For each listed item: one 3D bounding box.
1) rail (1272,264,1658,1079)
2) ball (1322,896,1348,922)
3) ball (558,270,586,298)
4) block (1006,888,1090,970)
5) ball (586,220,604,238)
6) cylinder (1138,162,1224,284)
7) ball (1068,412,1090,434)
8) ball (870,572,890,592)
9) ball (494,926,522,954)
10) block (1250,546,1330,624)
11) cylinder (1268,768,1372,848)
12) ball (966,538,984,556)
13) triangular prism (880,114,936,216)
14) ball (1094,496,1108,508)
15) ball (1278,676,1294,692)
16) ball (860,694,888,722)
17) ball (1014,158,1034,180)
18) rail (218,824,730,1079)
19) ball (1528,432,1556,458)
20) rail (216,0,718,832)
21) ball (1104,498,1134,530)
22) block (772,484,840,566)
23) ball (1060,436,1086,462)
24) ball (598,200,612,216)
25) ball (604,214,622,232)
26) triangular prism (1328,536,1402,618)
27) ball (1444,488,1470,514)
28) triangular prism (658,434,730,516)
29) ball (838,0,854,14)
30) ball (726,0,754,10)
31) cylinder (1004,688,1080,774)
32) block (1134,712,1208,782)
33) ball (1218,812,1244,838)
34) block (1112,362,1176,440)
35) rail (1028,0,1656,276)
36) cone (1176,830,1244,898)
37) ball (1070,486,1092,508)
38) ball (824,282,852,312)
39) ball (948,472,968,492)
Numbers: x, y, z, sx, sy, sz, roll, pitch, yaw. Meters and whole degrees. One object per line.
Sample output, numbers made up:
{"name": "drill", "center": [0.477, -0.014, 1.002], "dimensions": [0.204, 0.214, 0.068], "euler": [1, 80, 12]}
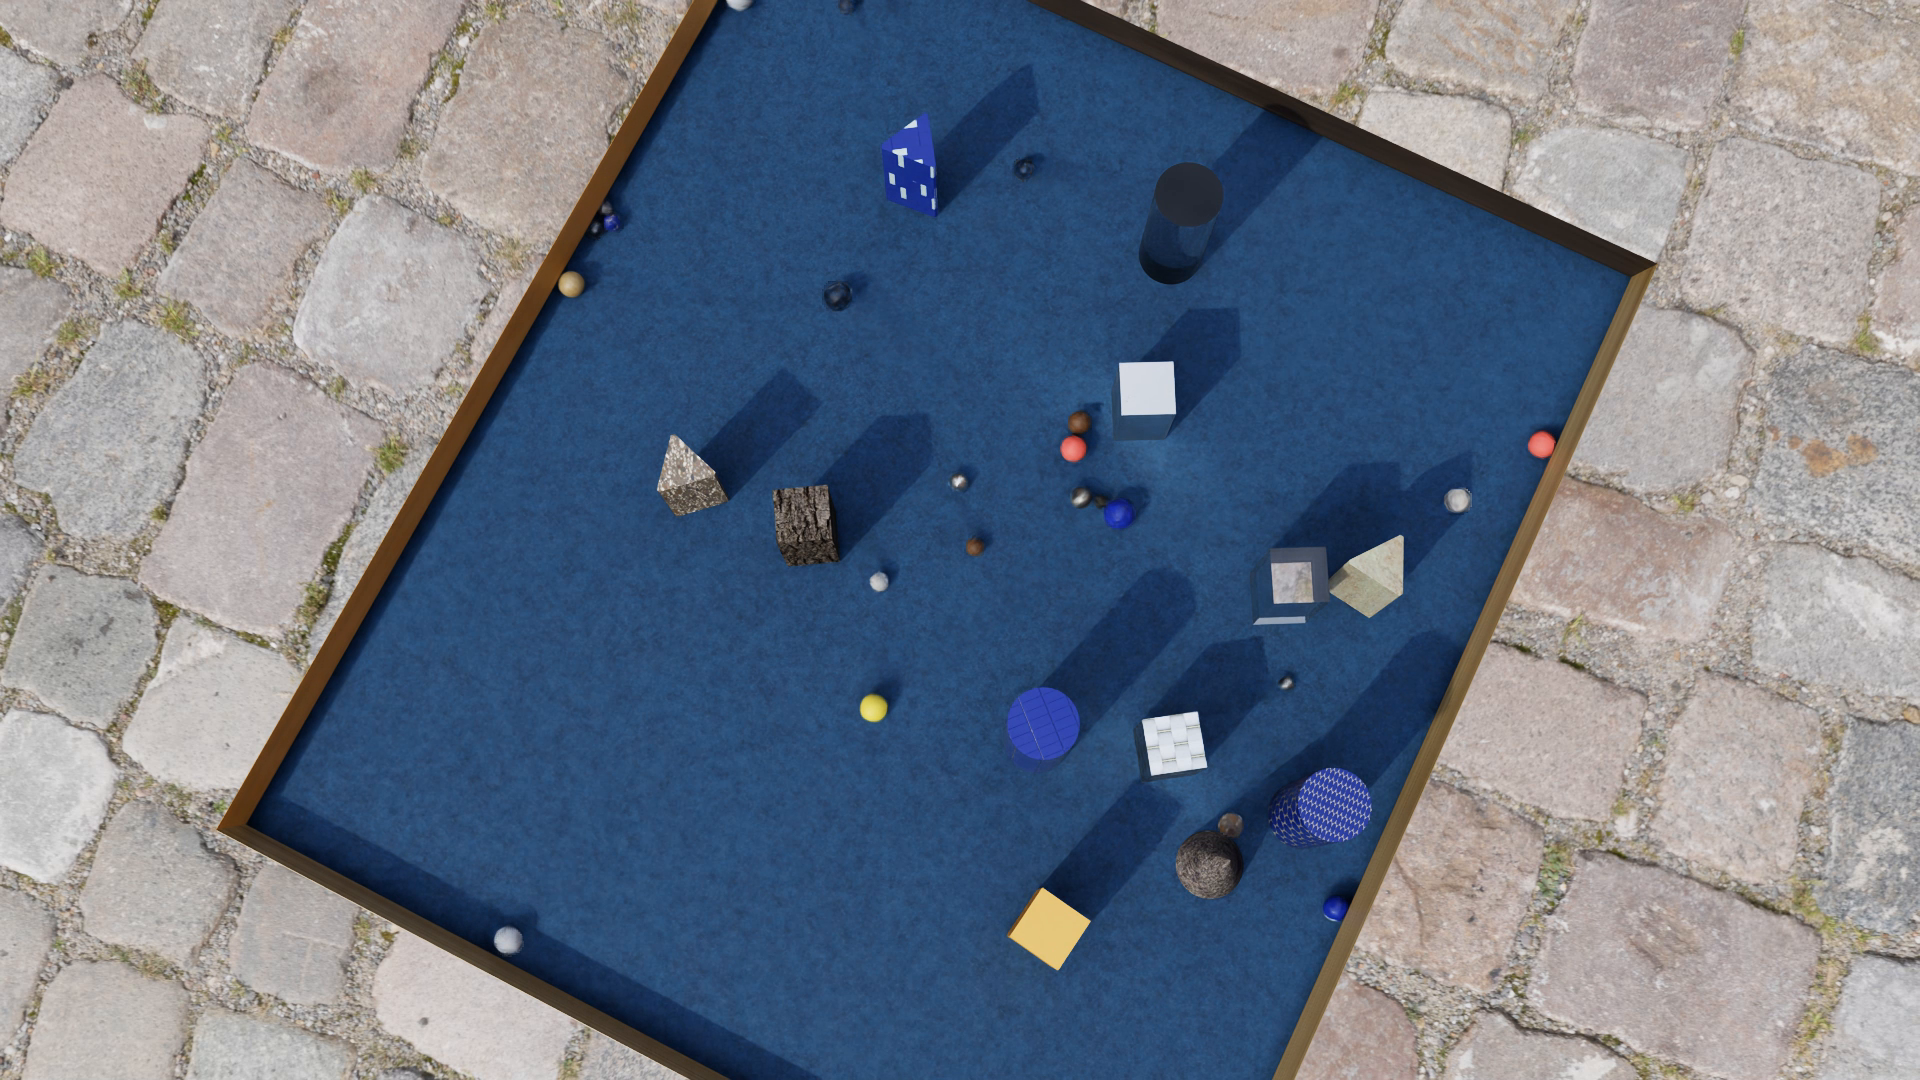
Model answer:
{"name": "rail", "center": [1.359, 0.672, 5.410], "dimensions": [0.045, 0.130, 3.478], "euler": [26, 80, 5]}
{"name": "ball", "center": [1.098, 1.076, 5.356], "dimensions": [0.075, 0.075, 0.075], "euler": [0, 78, 0]}
{"name": "ball", "center": [-1.217, -0.801, 5.740], "dimensions": [0.084, 0.084, 0.084], "euler": [0, 78, 0]}
{"name": "block", "center": [0.247, 1.102, 5.198], "dimensions": [0.160, 0.372, 0.160], "euler": [34, 80, 7]}
{"name": "ball", "center": [-1.155, -0.982, 5.792], "dimensions": [0.054, 0.054, 0.054], "euler": [0, 78, 0]}
{"name": "cylinder", "center": [0.665, -0.954, 5.563], "dimensions": [0.200, 0.493, 0.200], "euler": [0, 78, 0]}
{"name": "ball", "center": [0.367, -0.360, 5.654], "dimensions": [0.072, 0.072, 0.072], "euler": [0, 78, 0]}
{"name": "ball", "center": [-0.244, 0.126, 5.561], "dimensions": [0.058, 0.058, 0.058], "euler": [0, 78, 0]}
{"name": "ball", "center": [-1.315, 1.165, 5.334], "dimensions": [0.081, 0.081, 0.081], "euler": [0, 78, 0]}
{"name": "block", "center": [0.967, 0.138, 5.395], "dimensions": [0.160, 0.379, 0.160], "euler": [-2, 78, 0]}
{"name": "cylinder", "center": [1.015, 0.767, 5.203], "dimensions": [0.200, 0.499, 0.200], "euler": [0, 78, 0]}
{"name": "ball", "center": [0.044, 0.020, 5.584], "dimensions": [0.056, 0.056, 0.056], "euler": [0, 78, 0]}
{"name": "triangular prism", "center": [-0.128, -1.168, 5.656], "dimensions": [0.173, 0.396, 0.150], "euler": [21, 79, 4]}
{"name": "ball", "center": [0.430, -0.117, 5.620], "dimensions": [0.041, 0.041, 0.041], "euler": [0, 78, 0]}
{"name": "ball", "center": [0.979, 0.433, 5.505], "dimensions": [0.044, 0.044, 0.044], "euler": [0, 78, 0]}
{"name": "ball", "center": [-0.257, 0.500, 5.471], "dimensions": [0.083, 0.083, 0.083], "euler": [0, 78, 0]}
{"name": "ball", "center": [0.205, -1.178, 5.826], "dimensions": [0.067, 0.067, 0.067], "euler": [0, 78, 0]}
{"name": "rail", "center": [-0.767, 1.509, 5.237], "dimensions": [3.086, 0.130, 0.045], "euler": [26, 80, 5]}
{"name": "ball", "center": [1.790, -0.292, 5.636], "dimensions": [0.082, 0.082, 0.082], "euler": [0, 78, 0]}
{"name": "rail", "center": [-1.359, -0.658, 5.686], "dimensions": [0.045, 0.130, 3.478], "euler": [26, 80, 5]}
{"name": "ball", "center": [0.484, -0.078, 5.585], "dimensions": [0.094, 0.094, 0.094], "euler": [0, 78, 0]}
{"name": "block", "center": [-0.454, -0.039, 5.448], "dimensions": [0.160, 0.347, 0.160], "euler": [-5, 78, -1]}
{"name": "ball", "center": [0.350, -0.280, 5.633], "dimensions": [0.081, 0.081, 0.081], "euler": [0, 78, 0]}
{"name": "ball", "center": [-1.125, -1.053, 5.810], "dimensions": [0.048, 0.048, 0.048], "euler": [0, 78, 0]}
{"name": "ball", "center": [-1.098, -1.003, 5.796], "dimensions": [0.056, 0.056, 0.056], "euler": [0, 78, 0]}
{"name": "triangular prism", "center": [1.219, 0.088, 5.400], "dimensions": [0.173, 0.389, 0.150], "euler": [33, 80, 6]}
{"name": "ball", "center": [1.519, -0.120, 5.602], "dimensions": [0.077, 0.077, 0.077], "euler": [0, 78, 0]}
{"name": "triangular prism", "center": [-0.814, -0.203, 5.486], "dimensions": [0.173, 0.337, 0.150], "euler": [-17, 79, -3]}
{"name": "ball", "center": [-0.371, -1.732, 5.950], "dimensions": [0.050, 0.050, 0.050], "euler": [0, 78, 0]}
{"name": "ball", "center": [-0.713, -1.764, 5.931], "dimensions": [0.100, 0.100, 0.100], "euler": [0, 78, 0]}
{"name": "cylinder", "center": [0.229, 0.551, 5.263], "dimensions": [0.200, 0.469, 0.200], "euler": [0, 78, 0]}
{"name": "block", "center": [0.609, 0.607, 5.344], "dimensions": [0.160, 0.288, 0.160], "euler": [-8, 78, -2]}
{"name": "ball", "center": [0.800, 0.841, 5.405], "dimensions": [0.074, 0.074, 0.074], "euler": [0, 78, 0]}
{"name": "block", "center": [0.553, -0.417, 5.551], "dimensions": [0.160, 0.297, 0.160], "euler": [-1, 78, 0]}
{"name": "rail", "center": [0.767, -1.496, 5.859], "dimensions": [3.086, 0.130, 0.045], "euler": [26, 80, 5]}
{"name": "cone", "center": [0.738, 0.916, 5.209], "dimensions": [0.200, 0.428, 0.200], "euler": [0, 78, 0]}
{"name": "ball", "center": [0.369, -0.129, 5.608], "dimensions": [0.068, 0.068, 0.068], "euler": [0, 78, 0]}
{"name": "ball", "center": [-0.381, -0.760, 5.727], "dimensions": [0.091, 0.091, 0.091], "euler": [0, 78, 0]}
{"name": "ball", "center": [-0.006, -0.177, 5.623], "dimensions": [0.059, 0.059, 0.059], "euler": [0, 78, 0]}
